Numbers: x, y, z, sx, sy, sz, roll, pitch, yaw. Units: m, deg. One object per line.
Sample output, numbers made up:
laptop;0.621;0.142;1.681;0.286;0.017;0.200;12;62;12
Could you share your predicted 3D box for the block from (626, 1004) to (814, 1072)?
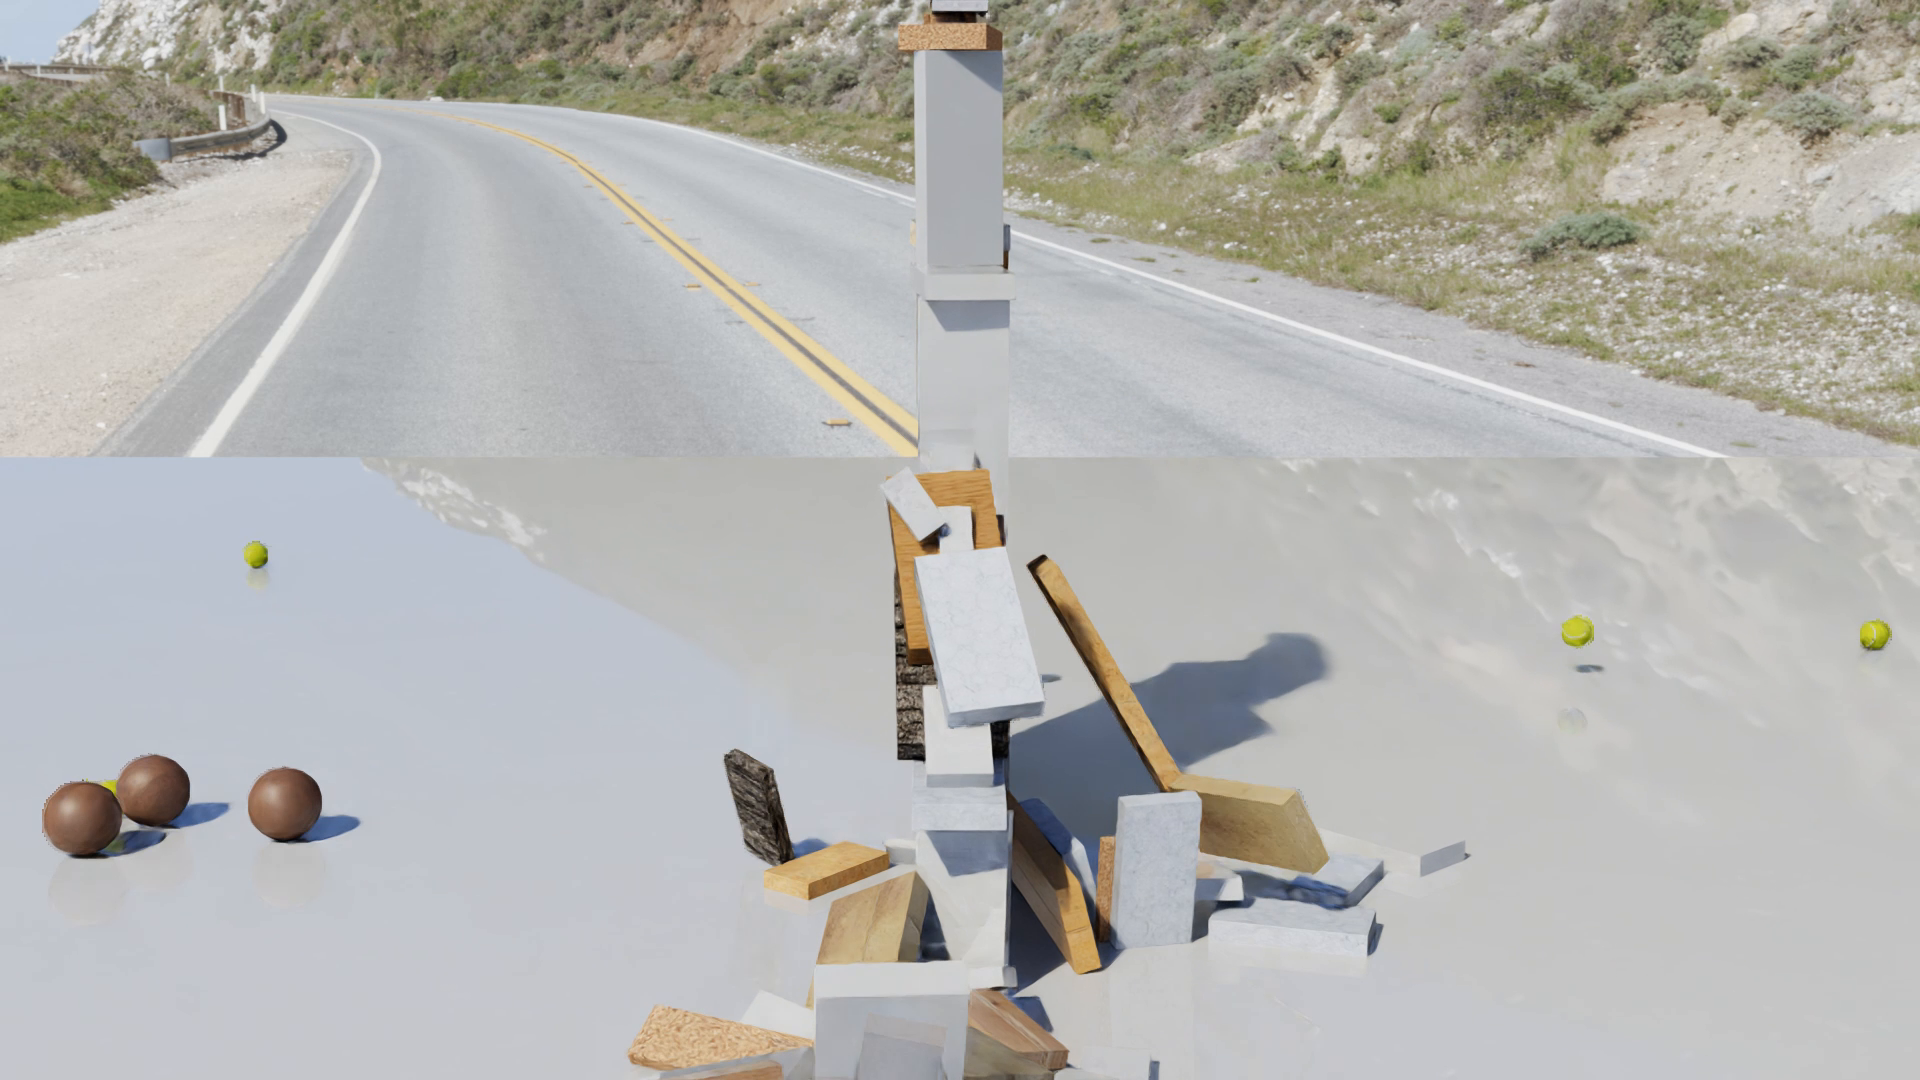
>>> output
block;-0.312;0.689;2.952;0.275;0.024;0.084;6;46;28

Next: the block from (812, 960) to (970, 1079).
block;-0.083;0.624;2.470;0.163;0.390;0.046;0;38;-5

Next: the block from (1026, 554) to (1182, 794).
block;0.286;0.281;3.936;0.038;0.563;0.133;-32;11;-3

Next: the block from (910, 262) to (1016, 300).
block;0.002;-0.448;3.796;0.151;0.043;0.301;-1;11;-6

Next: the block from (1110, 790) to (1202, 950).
block;0.302;0.512;3.406;0.123;0.247;0.035;-3;20;-14

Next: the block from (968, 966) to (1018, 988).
block;0.021;0.617;3.082;0.097;0.028;0.194;-8;-12;5

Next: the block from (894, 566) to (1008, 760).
block;-0.017;0.188;3.425;0.167;0.047;0.334;0;52;-3

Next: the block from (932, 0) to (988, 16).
block;-0.001;-0.944;3.881;0.096;0.027;0.192;0;11;-1

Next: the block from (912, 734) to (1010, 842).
block;0.002;0.369;3.920;0.171;0.343;0.049;0;11;0

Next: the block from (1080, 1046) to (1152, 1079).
block;0.202;0.719;2.903;0.092;0.026;0.184;1;11;8

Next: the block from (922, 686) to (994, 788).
block;-0.004;0.290;3.267;0.097;0.028;0.194;0;37;-3

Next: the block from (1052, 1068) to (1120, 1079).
block;0.088;0.708;2.830;0.114;0.032;0.228;-9;3;-39

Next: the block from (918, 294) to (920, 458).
block;0.001;-0.299;3.933;0.151;0.301;0.043;-1;9;-3

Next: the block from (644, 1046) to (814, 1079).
block;-0.307;0.682;2.732;0.144;0.041;0.288;-30;-21;35

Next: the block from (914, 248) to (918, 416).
block;-0.005;-0.404;4.218;0.162;0.324;0.046;0;10;-2

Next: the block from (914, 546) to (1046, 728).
block;0.026;0.144;3.340;0.144;0.041;0.288;-6;54;-10

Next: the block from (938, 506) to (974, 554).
block;-0.007;-0.006;3.469;0.053;0.015;0.106;-1;54;-3

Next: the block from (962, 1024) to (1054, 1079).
block;-0.024;0.634;2.725;0.139;0.039;0.278;8;4;-36

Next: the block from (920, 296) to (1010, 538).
block;0.006;-0.208;3.757;0.151;0.413;0.043;-1;13;-3

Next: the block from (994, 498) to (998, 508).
block;0.017;-0.030;3.667;0.070;0.020;0.140;15;40;0

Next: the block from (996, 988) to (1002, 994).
block;0.004;0.673;3.034;0.114;0.032;0.228;-7;5;1

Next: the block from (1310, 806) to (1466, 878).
block;0.741;0.531;3.884;0.133;0.038;0.266;-10;14;-42

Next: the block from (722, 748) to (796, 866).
block;-0.343;0.464;3.765;0.029;0.205;0.103;-32;37;-32

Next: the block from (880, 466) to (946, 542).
block;-0.074;-0.056;3.442;0.053;0.106;0.015;-36;4;-14

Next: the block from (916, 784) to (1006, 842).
block;0.002;0.506;3.371;0.135;0.271;0.038;0;15;0

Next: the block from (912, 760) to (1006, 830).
block;-0.002;0.369;3.254;0.135;0.038;0.271;0;10;0

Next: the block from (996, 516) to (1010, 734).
block;-0.008;0.138;3.558;0.167;0.352;0.047;-1;-10;-3

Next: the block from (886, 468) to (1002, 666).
block;-0.017;0.039;3.474;0.167;0.047;0.334;-5;54;-6

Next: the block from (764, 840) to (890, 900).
block;-0.226;0.561;3.743;0.103;0.029;0.205;8;13;38

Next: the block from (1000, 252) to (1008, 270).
block;0.005;-0.366;4.007;0.162;0.324;0.046;-1;11;-4

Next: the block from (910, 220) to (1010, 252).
block;-0.003;-0.566;4.073;0.162;0.046;0.324;-1;10;-4

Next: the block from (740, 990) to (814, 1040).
block;-0.233;0.677;2.992;0.174;0.025;0.087;10;56;44

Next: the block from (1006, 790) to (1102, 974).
block;0.130;0.541;3.536;0.039;0.139;0.486;-16;13;-8

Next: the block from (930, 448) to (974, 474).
block;-0.015;-0.085;3.736;0.070;0.140;0.020;1;2;-8

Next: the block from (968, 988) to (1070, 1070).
block;0.054;0.643;2.896;0.092;0.026;0.184;7;12;-33

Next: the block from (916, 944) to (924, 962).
block;-0.087;0.646;3.115;0.028;0.097;0.244;38;5;-11

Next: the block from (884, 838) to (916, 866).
block;-0.074;0.541;3.794;0.106;0.053;0.015;4;50;21

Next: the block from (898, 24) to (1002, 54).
block;-0.013;-0.882;3.889;0.150;0.042;0.300;1;10;6

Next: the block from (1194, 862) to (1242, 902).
block;0.382;0.558;3.602;0.123;0.035;0.247;0;-2;-2

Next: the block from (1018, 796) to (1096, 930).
block;0.164;0.529;3.604;0.039;0.139;0.278;-18;14;-10

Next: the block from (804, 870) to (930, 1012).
block;-0.134;0.596;3.116;0.144;0.041;0.288;-23;24;19

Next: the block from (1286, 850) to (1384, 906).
block;0.631;0.571;3.689;0.103;0.029;0.205;5;12;27

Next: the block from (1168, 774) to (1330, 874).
block;0.456;0.449;3.492;0.038;0.133;0.266;-38;21;-29

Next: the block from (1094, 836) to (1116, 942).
block;0.258;0.545;3.446;0.084;0.167;0.024;-2;16;-13

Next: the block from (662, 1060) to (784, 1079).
block;-0.360;0.711;2.530;0.327;0.163;0.046;-5;-4;-19

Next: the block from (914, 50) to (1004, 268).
block;-0.001;-0.661;3.819;0.150;0.368;0.042;-6;12;-27

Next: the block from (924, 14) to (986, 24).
block;-0.009;-0.937;3.997;0.096;0.027;0.192;1;10;6

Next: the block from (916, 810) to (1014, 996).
block;0.004;0.531;3.237;0.135;0.271;0.038;2;2;12

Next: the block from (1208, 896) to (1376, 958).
block;0.526;0.608;3.475;0.247;0.035;0.123;3;11;16

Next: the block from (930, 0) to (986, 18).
block;-0.004;-0.983;4.060;0.096;0.027;0.192;1;-5;3
